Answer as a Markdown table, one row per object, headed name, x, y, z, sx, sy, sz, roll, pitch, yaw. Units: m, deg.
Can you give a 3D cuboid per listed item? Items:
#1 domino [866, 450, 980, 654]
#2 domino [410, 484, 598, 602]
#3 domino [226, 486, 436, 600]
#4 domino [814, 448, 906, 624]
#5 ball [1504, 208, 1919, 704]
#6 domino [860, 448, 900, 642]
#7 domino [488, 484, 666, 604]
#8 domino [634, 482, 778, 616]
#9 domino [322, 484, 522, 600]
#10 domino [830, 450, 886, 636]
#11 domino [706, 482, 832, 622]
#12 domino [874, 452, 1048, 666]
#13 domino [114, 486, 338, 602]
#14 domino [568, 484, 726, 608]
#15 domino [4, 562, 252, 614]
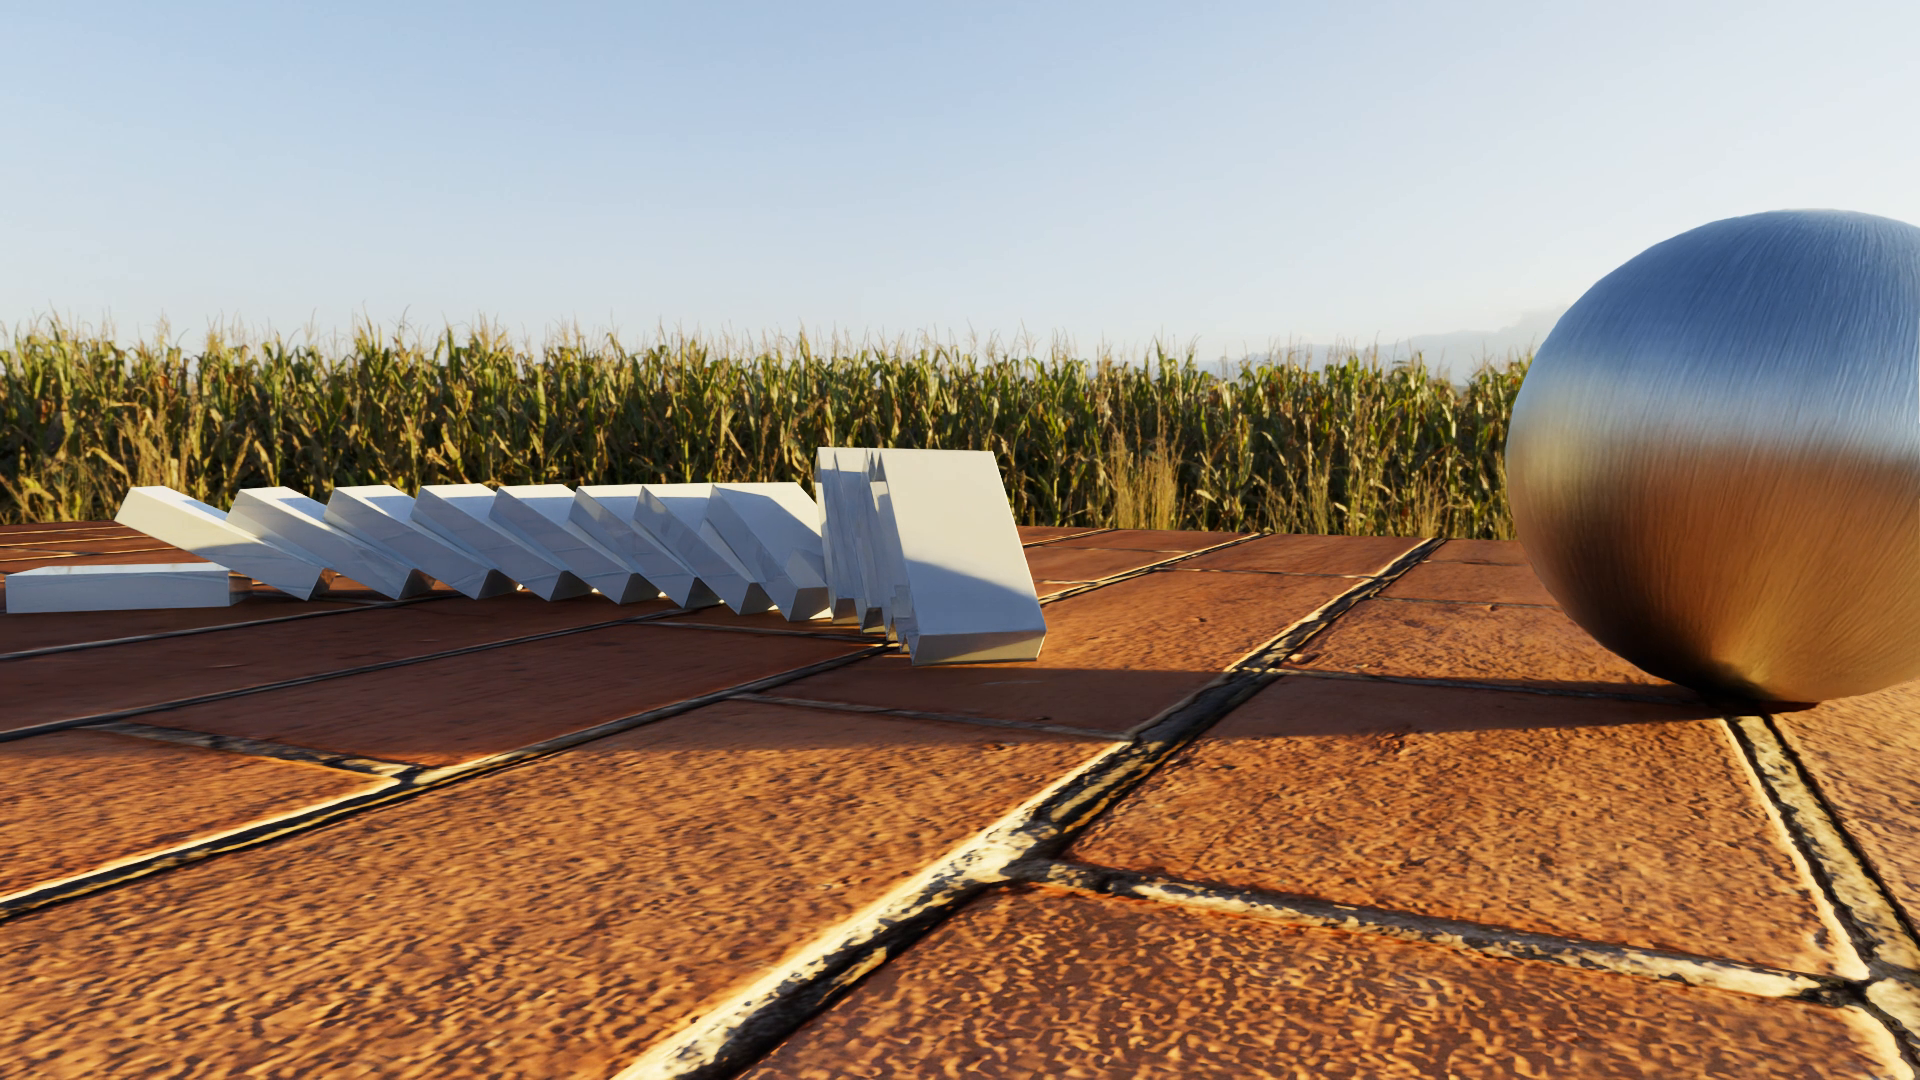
| name | x | y | z | sx | sy | sz | roll | pitch | yaw |
| --- | --- | --- | --- | --- | --- | --- | --- | --- | --- |
| domino | -0.004 | 0.001 | 0.276 | 0.025 | 0.009 | 0.050 | -1 | 47 | -15 |
| domino | -0.126 | 0.000 | 0.363 | 0.050 | 0.009 | 0.025 | 29 | 12 | 14 |
| domino | -0.174 | 0.001 | 0.359 | 0.050 | 0.009 | 0.025 | 25 | 3 | -4 |
| domino | -0.021 | -0.002 | 0.315 | 0.025 | 0.009 | 0.050 | 0 | 47 | -14 |
| ball | 0.133 | -0.013 | 0.211 | 0.080 | 0.080 | 0.080 | 0 | 4 | 0 |
| domino | -0.007 | 0.000 | 0.290 | 0.025 | 0.009 | 0.050 | 0 | 47 | -14 |
| domino | -0.104 | 0.000 | 0.358 | 0.050 | 0.010 | 0.025 | 30 | 15 | 20 |
| domino | -0.062 | 0.001 | 0.340 | 0.050 | 0.010 | 0.025 | 37 | 26 | 33 |
| domino | -0.150 | 0.000 | 0.363 | 0.050 | 0.010 | 0.025 | 27 | 8 | 6 |
| domino | -0.014 | -0.001 | 0.302 | 0.025 | 0.009 | 0.050 | -2 | 47 | -16 |
| domino | -0.043 | 0.002 | 0.328 | 0.025 | 0.010 | 0.050 | -3 | 33 | -37 |
| domino | -0.001 | 0.002 | 0.262 | 0.025 | 0.009 | 0.050 | -1 | 47 | -15 |
| domino | -0.198 | 0.001 | 0.349 | 0.050 | 0.010 | 0.025 | 26 | -3 | -15 |
| domino | -0.081 | 0.001 | 0.351 | 0.050 | 0.009 | 0.025 | 33 | 21 | 28 |
| domino | -0.219 | 0.012 | 0.341 | 0.050 | 0.009 | 0.025 | -1 | 4 | -16 |
